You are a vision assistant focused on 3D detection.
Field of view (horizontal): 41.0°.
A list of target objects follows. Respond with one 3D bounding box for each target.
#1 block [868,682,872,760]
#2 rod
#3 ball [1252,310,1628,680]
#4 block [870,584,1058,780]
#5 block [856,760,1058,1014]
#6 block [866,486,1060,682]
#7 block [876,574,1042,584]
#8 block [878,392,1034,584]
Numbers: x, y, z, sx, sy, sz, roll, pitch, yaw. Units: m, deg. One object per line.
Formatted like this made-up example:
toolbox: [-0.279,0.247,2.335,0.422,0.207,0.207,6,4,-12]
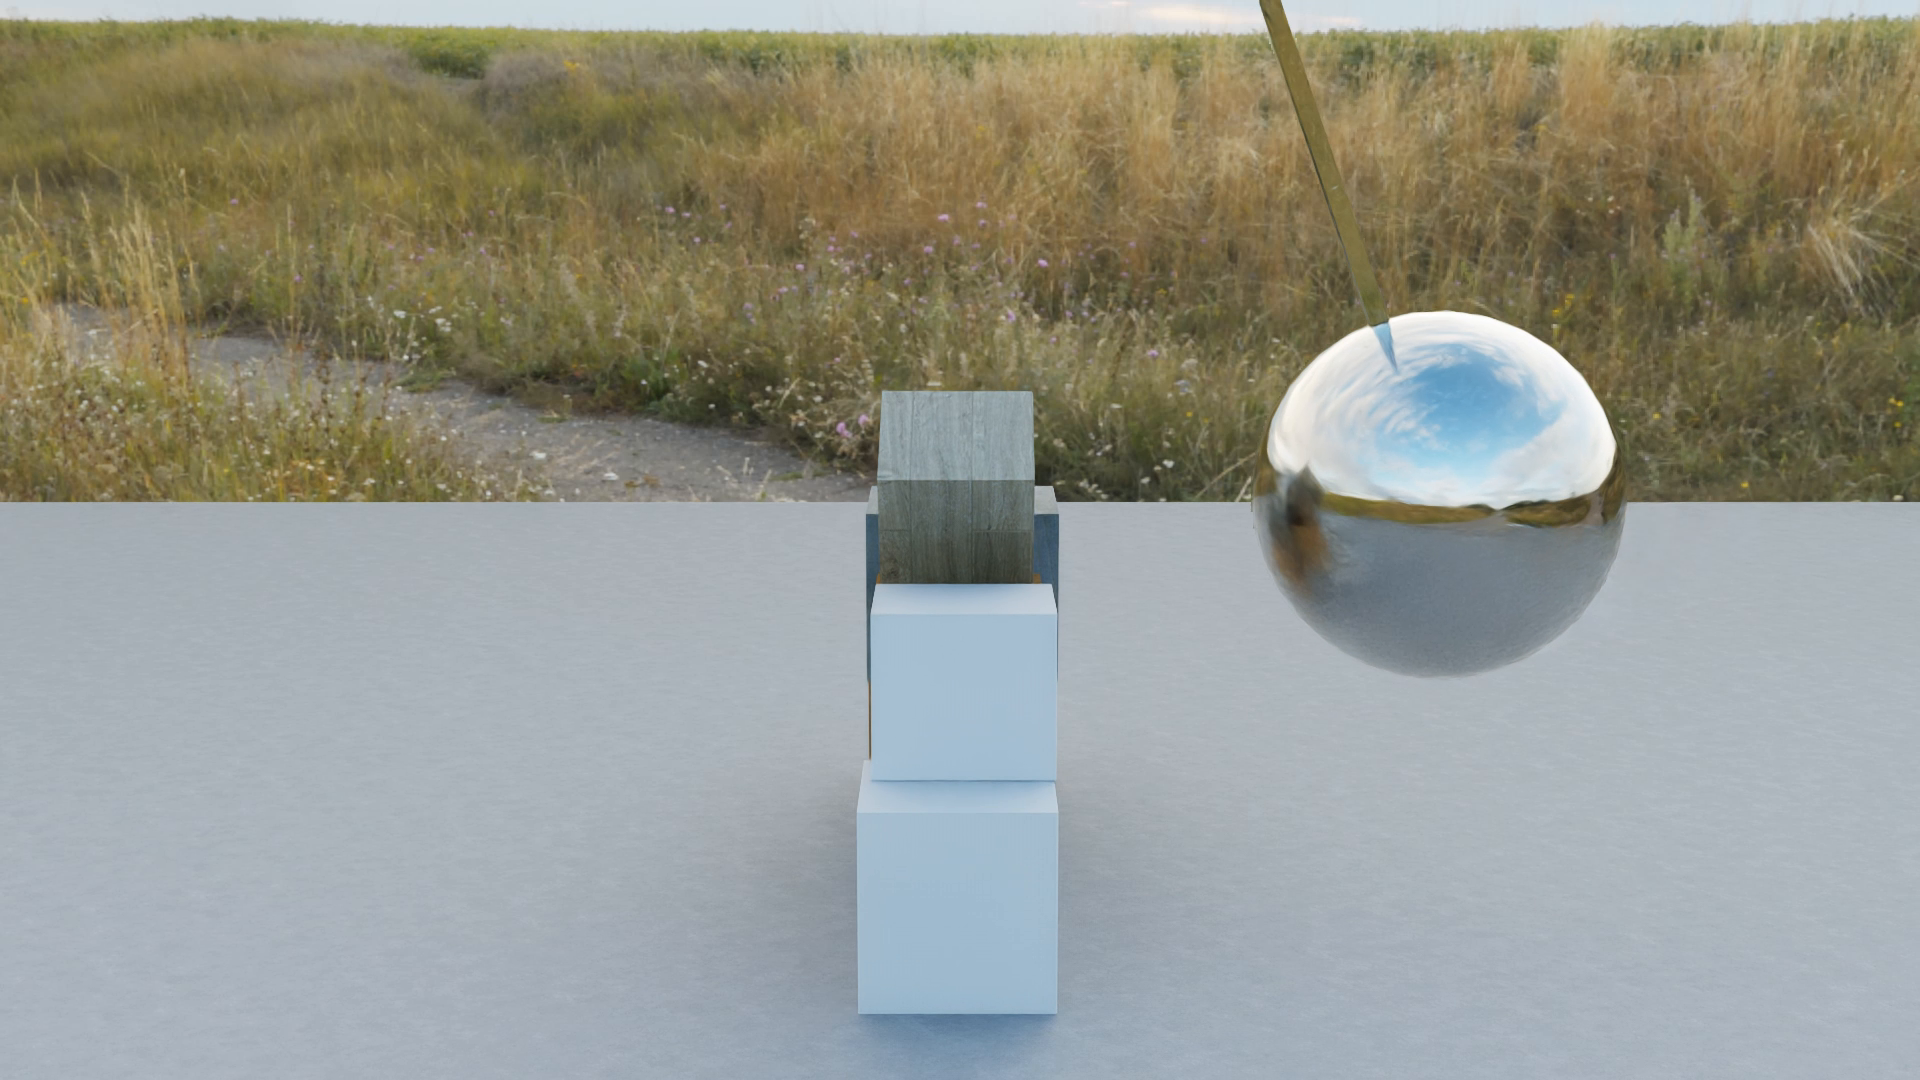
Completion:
block: [-0.009,0.934,12.065,0.810,0.846,0.796,0,10,0]
rod: [0.899,-3.333,10.574,0.080,5.200,0.080,-20,10,4]
ball: [2.074,-0.194,11.145,1.600,1.600,1.600,0,10,0]
block: [0.015,0.557,10.258,0.720,0.658,0.652,0,9,0]
block: [-0.009,1.338,10.002,0.753,0.788,0.740,0,10,0]
block: [0.011,0.188,11.689,0.847,0.756,0.776,0,10,0]
block: [-0.005,0.576,10.976,0.713,0.734,0.745,0,10,0]
block: [-0.012,-0.197,10.844,0.640,0.610,0.635,0,38,1]
